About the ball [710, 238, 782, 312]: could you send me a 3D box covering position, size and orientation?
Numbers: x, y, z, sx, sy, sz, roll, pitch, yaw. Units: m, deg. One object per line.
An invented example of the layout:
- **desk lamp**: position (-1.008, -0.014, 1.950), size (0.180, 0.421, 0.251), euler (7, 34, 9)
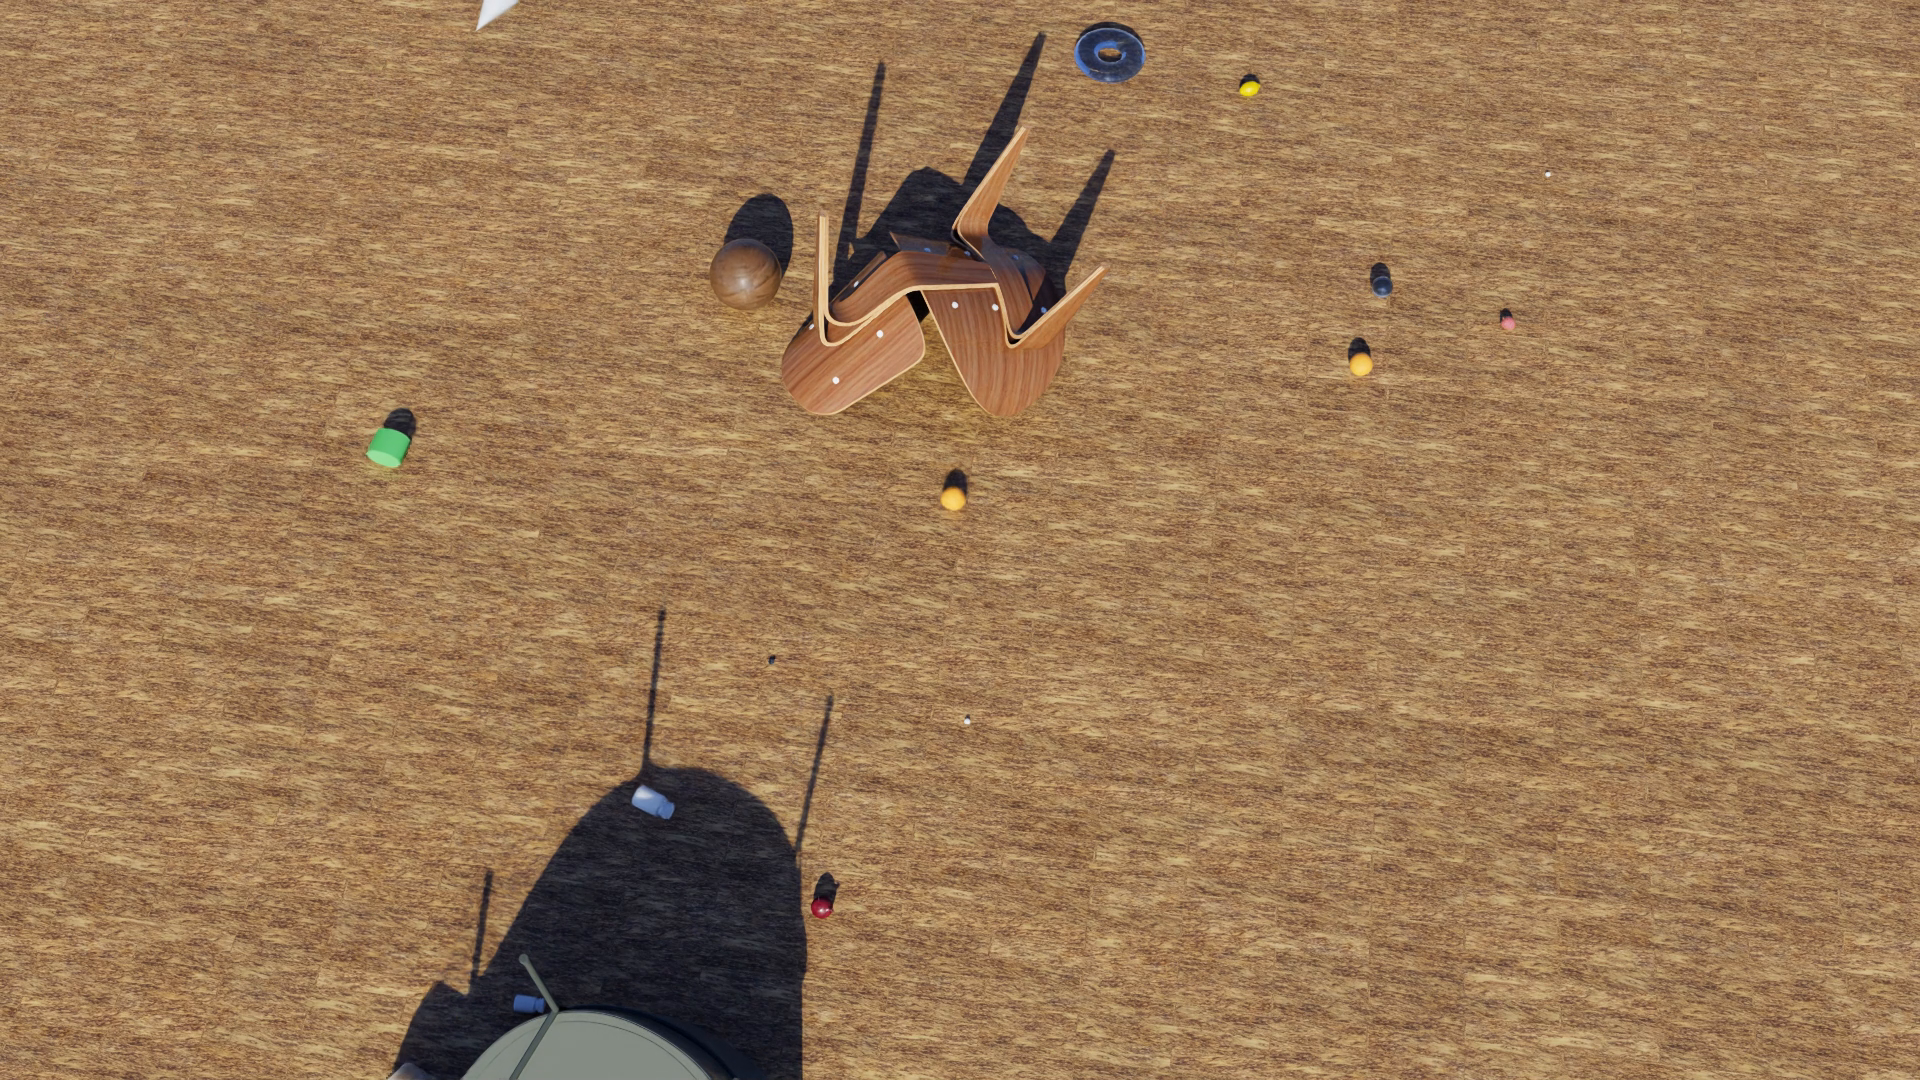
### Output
- **ball**: position (-0.683, -0.844, 7.002), size (0.230, 0.230, 0.230), euler (0, 56, 0)

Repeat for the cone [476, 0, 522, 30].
- **cone**: position (-1.656, -1.888, 7.791), size (0.151, 0.182, 0.209), euler (34, 85, -6)

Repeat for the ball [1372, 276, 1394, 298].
- **ball**: position (1.360, -0.815, 7.079), size (0.069, 0.069, 0.069), euler (0, 56, 0)

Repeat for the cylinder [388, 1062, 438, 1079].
- **cylinder**: position (-1.347, 1.445, 5.502), size (0.198, 0.155, 0.201), euler (27, 94, 17)

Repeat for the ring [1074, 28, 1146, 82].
- **ring**: position (0.523, -1.692, 7.679), size (0.250, 0.051, 0.256), euler (-12, 58, -8)
